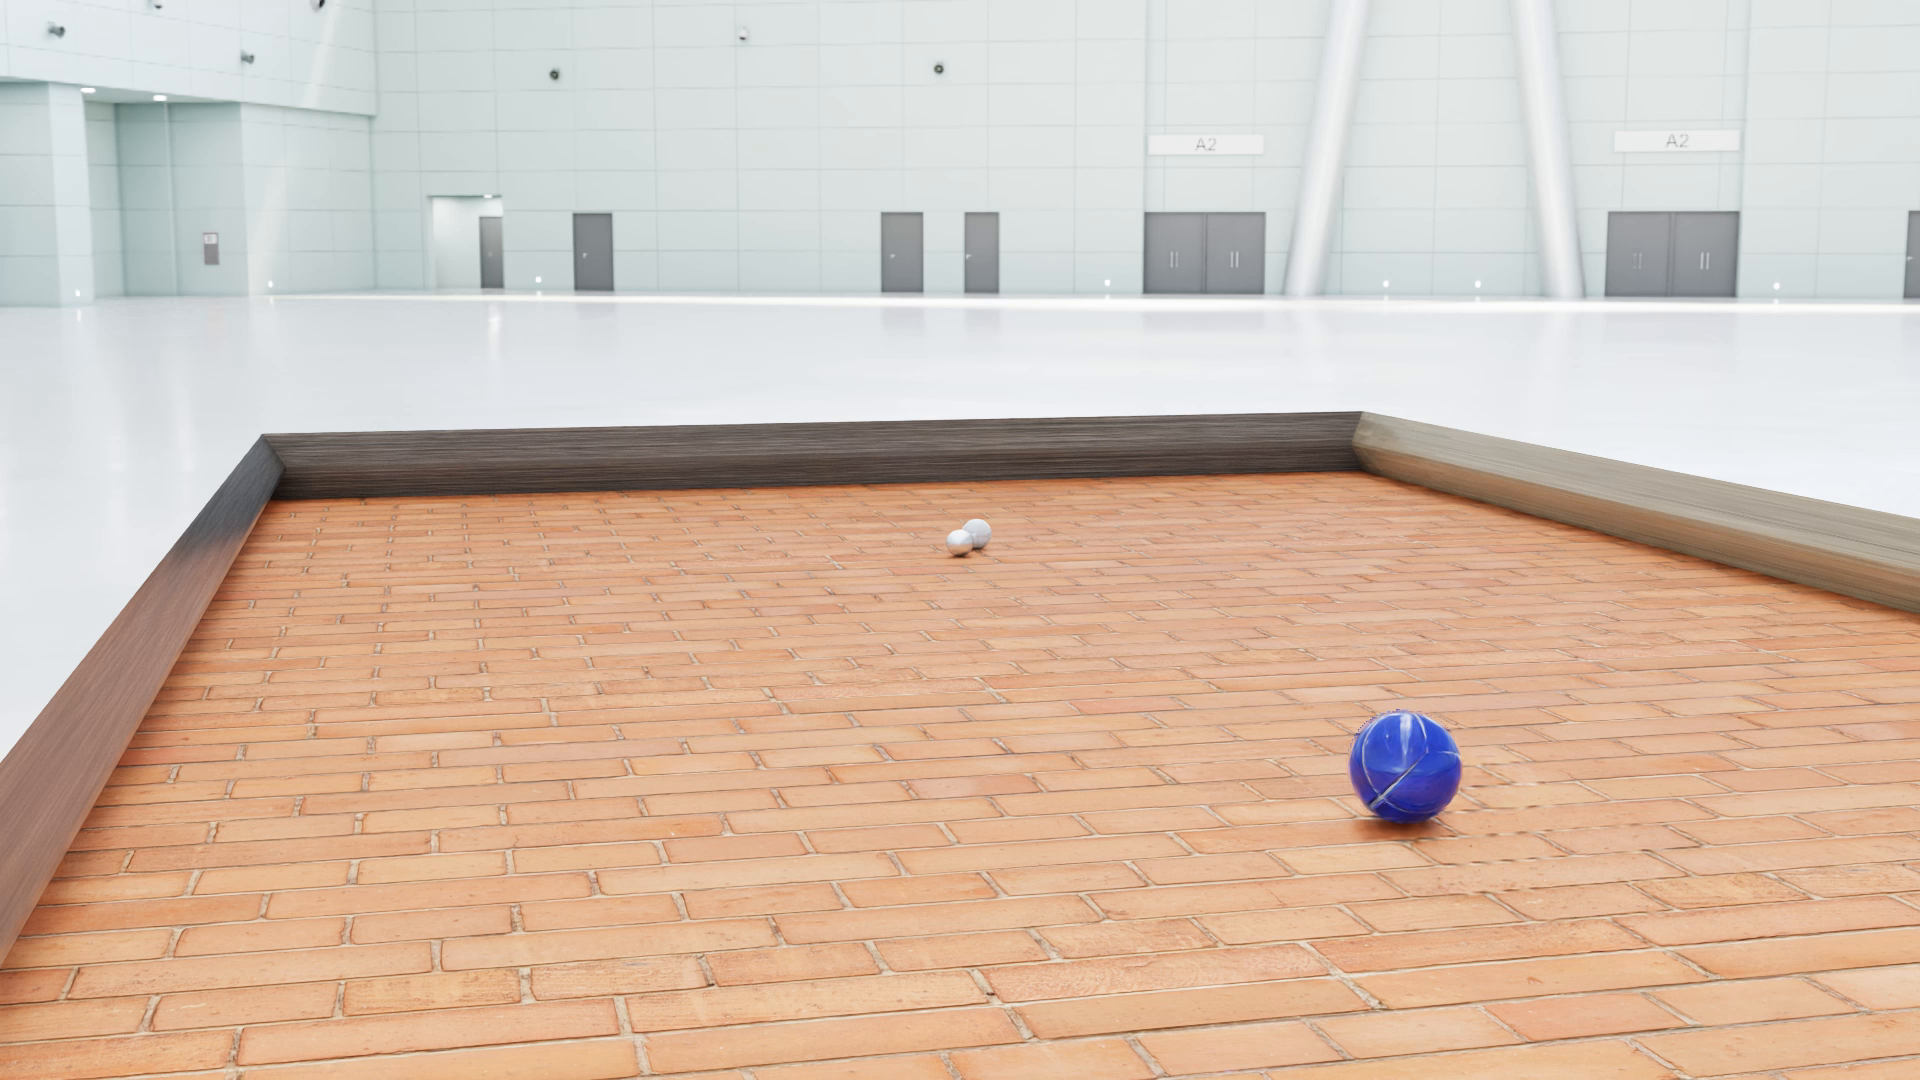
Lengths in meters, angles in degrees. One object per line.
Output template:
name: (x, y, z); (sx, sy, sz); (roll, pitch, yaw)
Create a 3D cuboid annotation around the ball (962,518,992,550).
ball: (0.027, -0.010, 3.627); (0.050, 0.050, 0.050); (0, 8, 0)

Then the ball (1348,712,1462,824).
ball: (0.395, 0.202, 1.952); (0.099, 0.099, 0.099); (0, 8, 0)

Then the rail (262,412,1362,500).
rail: (-0.232, -0.176, 4.515); (2.299, 0.129, 0.045); (-2, 8, -13)

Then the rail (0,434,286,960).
rail: (-0.857, 0.133, 2.325); (0.045, 0.129, 4.055); (-2, 8, -13)

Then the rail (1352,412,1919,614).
rail: (1.332, 0.060, 2.847); (0.045, 0.129, 4.055); (-2, 8, -13)

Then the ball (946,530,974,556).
ball: (-0.001, 0.005, 3.543); (0.044, 0.044, 0.044); (0, 8, 0)
